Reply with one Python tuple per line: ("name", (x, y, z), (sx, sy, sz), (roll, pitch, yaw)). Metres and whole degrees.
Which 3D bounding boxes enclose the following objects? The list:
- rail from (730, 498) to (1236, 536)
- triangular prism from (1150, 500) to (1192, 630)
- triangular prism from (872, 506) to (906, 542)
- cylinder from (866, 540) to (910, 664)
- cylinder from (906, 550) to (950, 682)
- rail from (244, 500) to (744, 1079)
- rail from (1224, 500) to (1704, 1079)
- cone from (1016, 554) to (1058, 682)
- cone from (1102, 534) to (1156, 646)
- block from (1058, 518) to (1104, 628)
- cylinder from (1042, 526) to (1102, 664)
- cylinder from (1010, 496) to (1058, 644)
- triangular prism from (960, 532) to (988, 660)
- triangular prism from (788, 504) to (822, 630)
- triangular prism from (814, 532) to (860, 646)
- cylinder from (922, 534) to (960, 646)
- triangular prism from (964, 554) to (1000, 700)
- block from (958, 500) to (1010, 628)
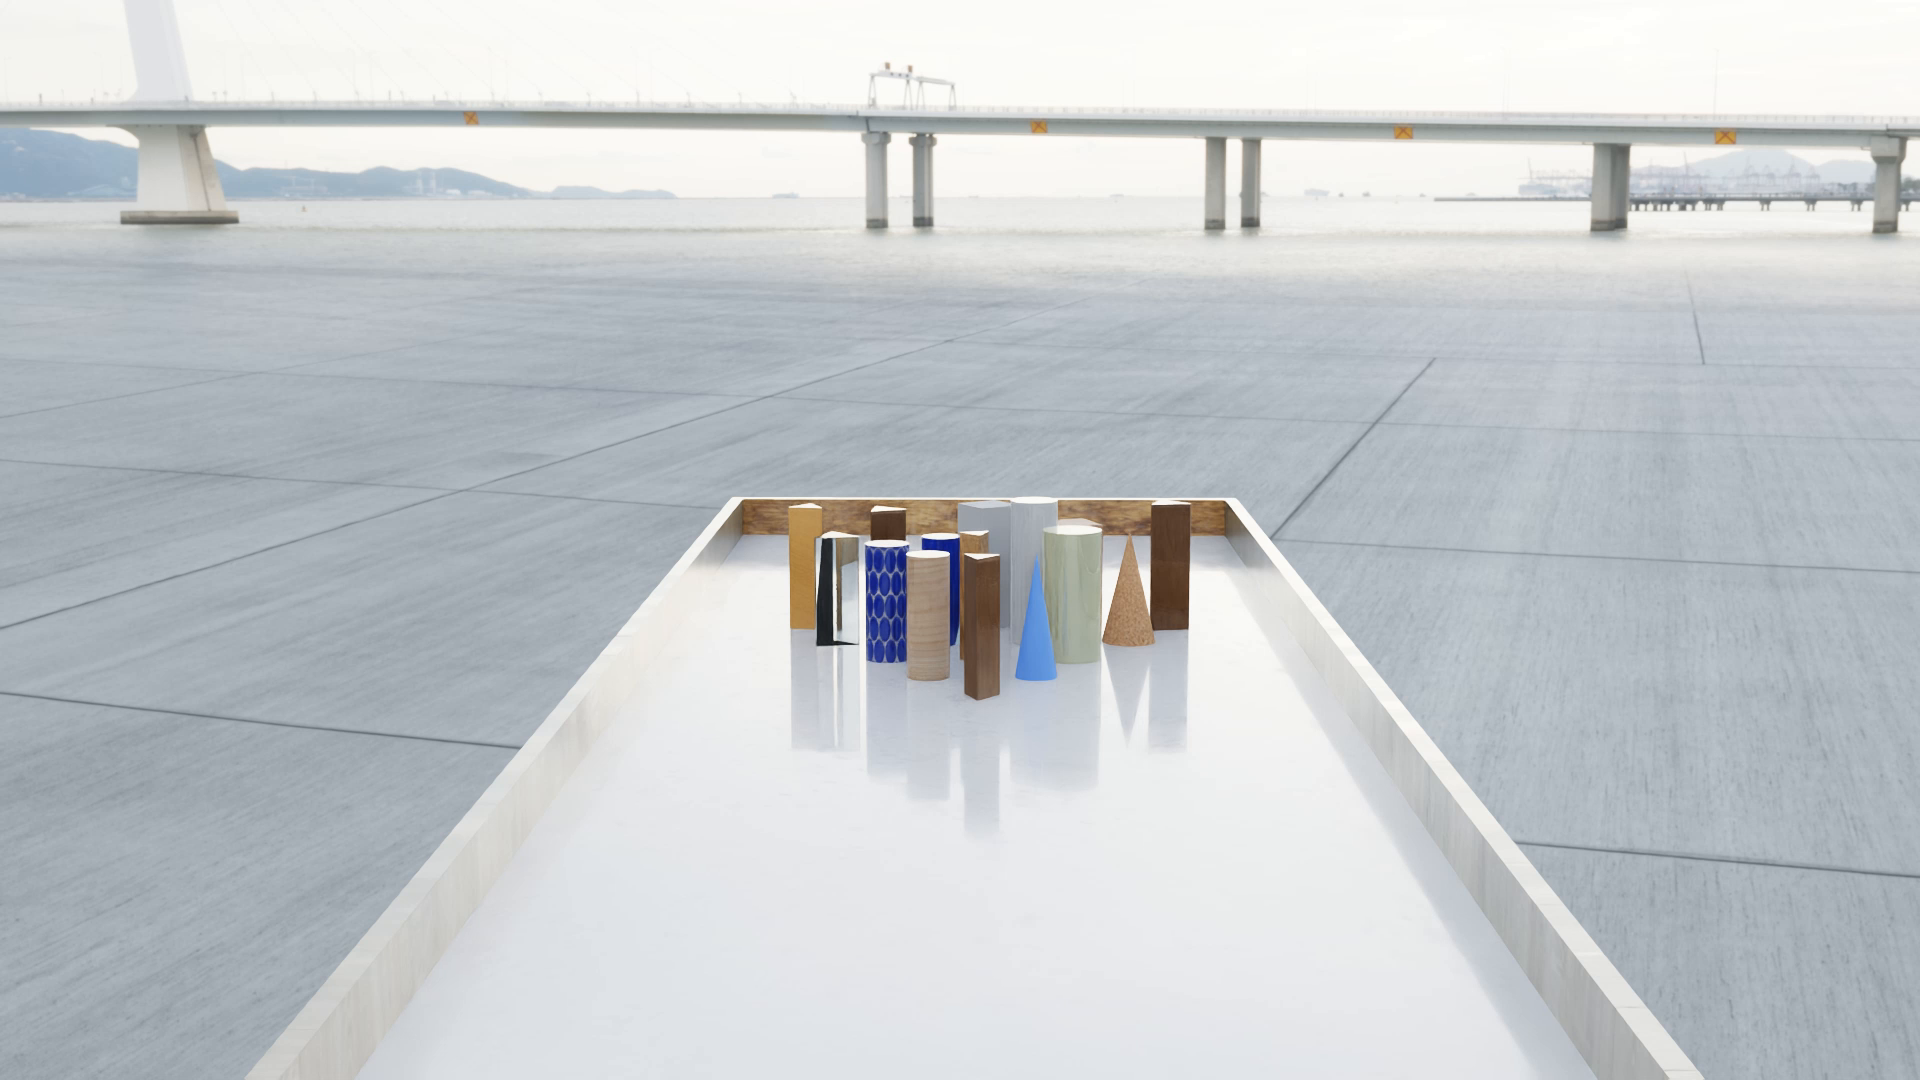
("rail", (0.099, -0.098, 9.147), (2.100, 0.150, 0.050), (0, 9, 1))
("triangular prism", (0.671, 0.080, 7.186), (0.132, 0.413, 0.114), (-2, 9, -11))
("triangular prism", (-0.253, 0.090, 7.192), (0.122, 0.392, 0.106), (-4, 10, -25))
("cylinder", (-0.221, 0.186, 6.694), (0.134, 0.356, 0.134), (0, 9, 0))
("cylinder", (-0.093, 0.221, 6.444), (0.128, 0.366, 0.128), (0, 9, 0))
("rail", (-1.004, 0.839, 3.234), (0.050, 0.150, 12.000), (0, 9, 1))
("rail", (1.046, 0.843, 3.208), (0.050, 0.150, 12.000), (0, 9, 1))
("cone", (0.224, 0.219, 6.445), (0.126, 0.370, 0.126), (0, 9, 0))
("cone", (0.535, 0.145, 6.956), (0.170, 0.356, 0.170), (0, 9, 0))
("block", (0.362, 0.112, 7.218), (0.158, 0.340, 0.158), (-4, 10, -22))
("cylinder", (0.340, 0.165, 6.699), (0.179, 0.397, 0.179), (0, 9, 0))
("cylinder", (0.233, 0.098, 6.946), (0.149, 0.452, 0.149), (0, 9, 0))
("triangular prism", (0.057, 0.171, 6.679), (0.077, 0.392, 0.089), (-8, 12, -43))
("triangular prism", (-0.495, 0.086, 7.189), (0.108, 0.401, 0.094), (1, 9, 7))
("triangular prism", (-0.394, 0.152, 6.949), (0.138, 0.344, 0.119), (-1, 9, -9))
("cylinder", (-0.060, 0.156, 6.938), (0.123, 0.340, 0.123), (0, 9, 0))
("triangular prism", (0.047, 0.241, 6.201), (0.087, 0.402, 0.100), (7, 12, 39))
("block", (0.092, 0.081, 7.220), (0.145, 0.401, 0.145), (-6, 11, -32))
